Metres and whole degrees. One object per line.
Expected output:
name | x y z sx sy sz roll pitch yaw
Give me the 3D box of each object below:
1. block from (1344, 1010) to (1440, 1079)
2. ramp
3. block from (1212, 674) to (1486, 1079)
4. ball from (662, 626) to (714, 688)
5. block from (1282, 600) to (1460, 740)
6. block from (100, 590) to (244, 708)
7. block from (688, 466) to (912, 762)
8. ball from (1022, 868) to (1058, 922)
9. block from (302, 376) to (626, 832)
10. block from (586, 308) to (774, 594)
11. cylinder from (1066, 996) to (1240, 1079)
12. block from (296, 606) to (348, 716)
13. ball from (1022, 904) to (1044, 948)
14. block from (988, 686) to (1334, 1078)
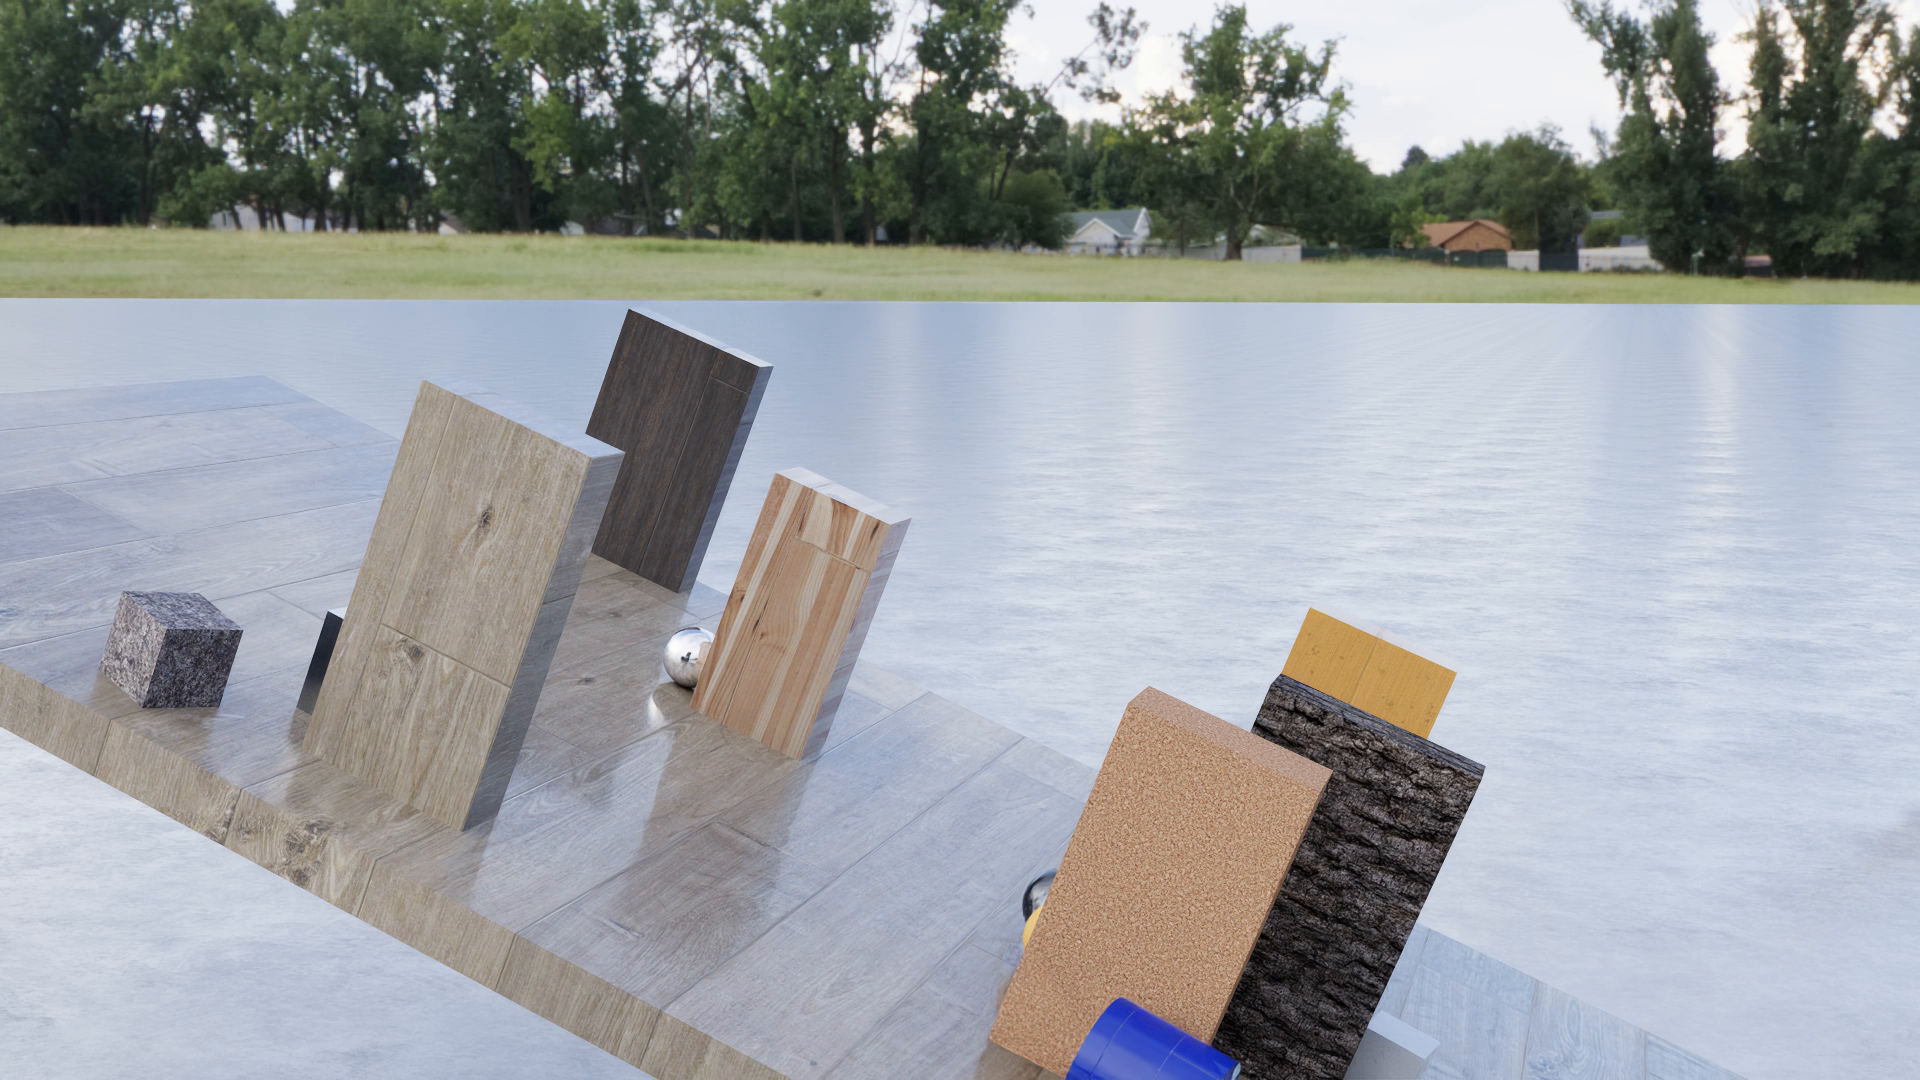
block | 0.759 0.923 3.884 0.116 0.116 0.116 27 14 22
ramp | -0.308 0.547 4.196 4.000 0.100 2.000 24 13 13
block | 0.582 0.600 3.730 0.372 0.643 0.108 24 13 13
ball | -0.550 0.243 4.546 0.126 0.126 0.126 0 7 0
block | 0.699 0.490 4.302 0.301 0.676 0.105 24 13 13
block | -1.285 0.178 3.584 0.141 0.141 0.141 30 15 34
block | -0.322 0.146 4.421 0.257 0.519 0.134 24 13 13
ball | 0.180 0.662 3.975 0.137 0.137 0.137 0 7 0
block | -0.801 0.101 3.527 0.314 0.652 0.114 24 13 13
block | -0.701 -0.210 5.157 0.352 0.573 0.086 24 13 13
cylinder | 0.286 0.828 3.318 0.201 0.201 0.201 27 17 21
block | -0.982 0.230 3.767 0.182 0.182 0.182 25 13 17
ball | 0.175 0.696 3.839 0.131 0.131 0.131 0 7 0
block | 0.314 0.579 3.478 0.319 0.602 0.149 24 13 13
